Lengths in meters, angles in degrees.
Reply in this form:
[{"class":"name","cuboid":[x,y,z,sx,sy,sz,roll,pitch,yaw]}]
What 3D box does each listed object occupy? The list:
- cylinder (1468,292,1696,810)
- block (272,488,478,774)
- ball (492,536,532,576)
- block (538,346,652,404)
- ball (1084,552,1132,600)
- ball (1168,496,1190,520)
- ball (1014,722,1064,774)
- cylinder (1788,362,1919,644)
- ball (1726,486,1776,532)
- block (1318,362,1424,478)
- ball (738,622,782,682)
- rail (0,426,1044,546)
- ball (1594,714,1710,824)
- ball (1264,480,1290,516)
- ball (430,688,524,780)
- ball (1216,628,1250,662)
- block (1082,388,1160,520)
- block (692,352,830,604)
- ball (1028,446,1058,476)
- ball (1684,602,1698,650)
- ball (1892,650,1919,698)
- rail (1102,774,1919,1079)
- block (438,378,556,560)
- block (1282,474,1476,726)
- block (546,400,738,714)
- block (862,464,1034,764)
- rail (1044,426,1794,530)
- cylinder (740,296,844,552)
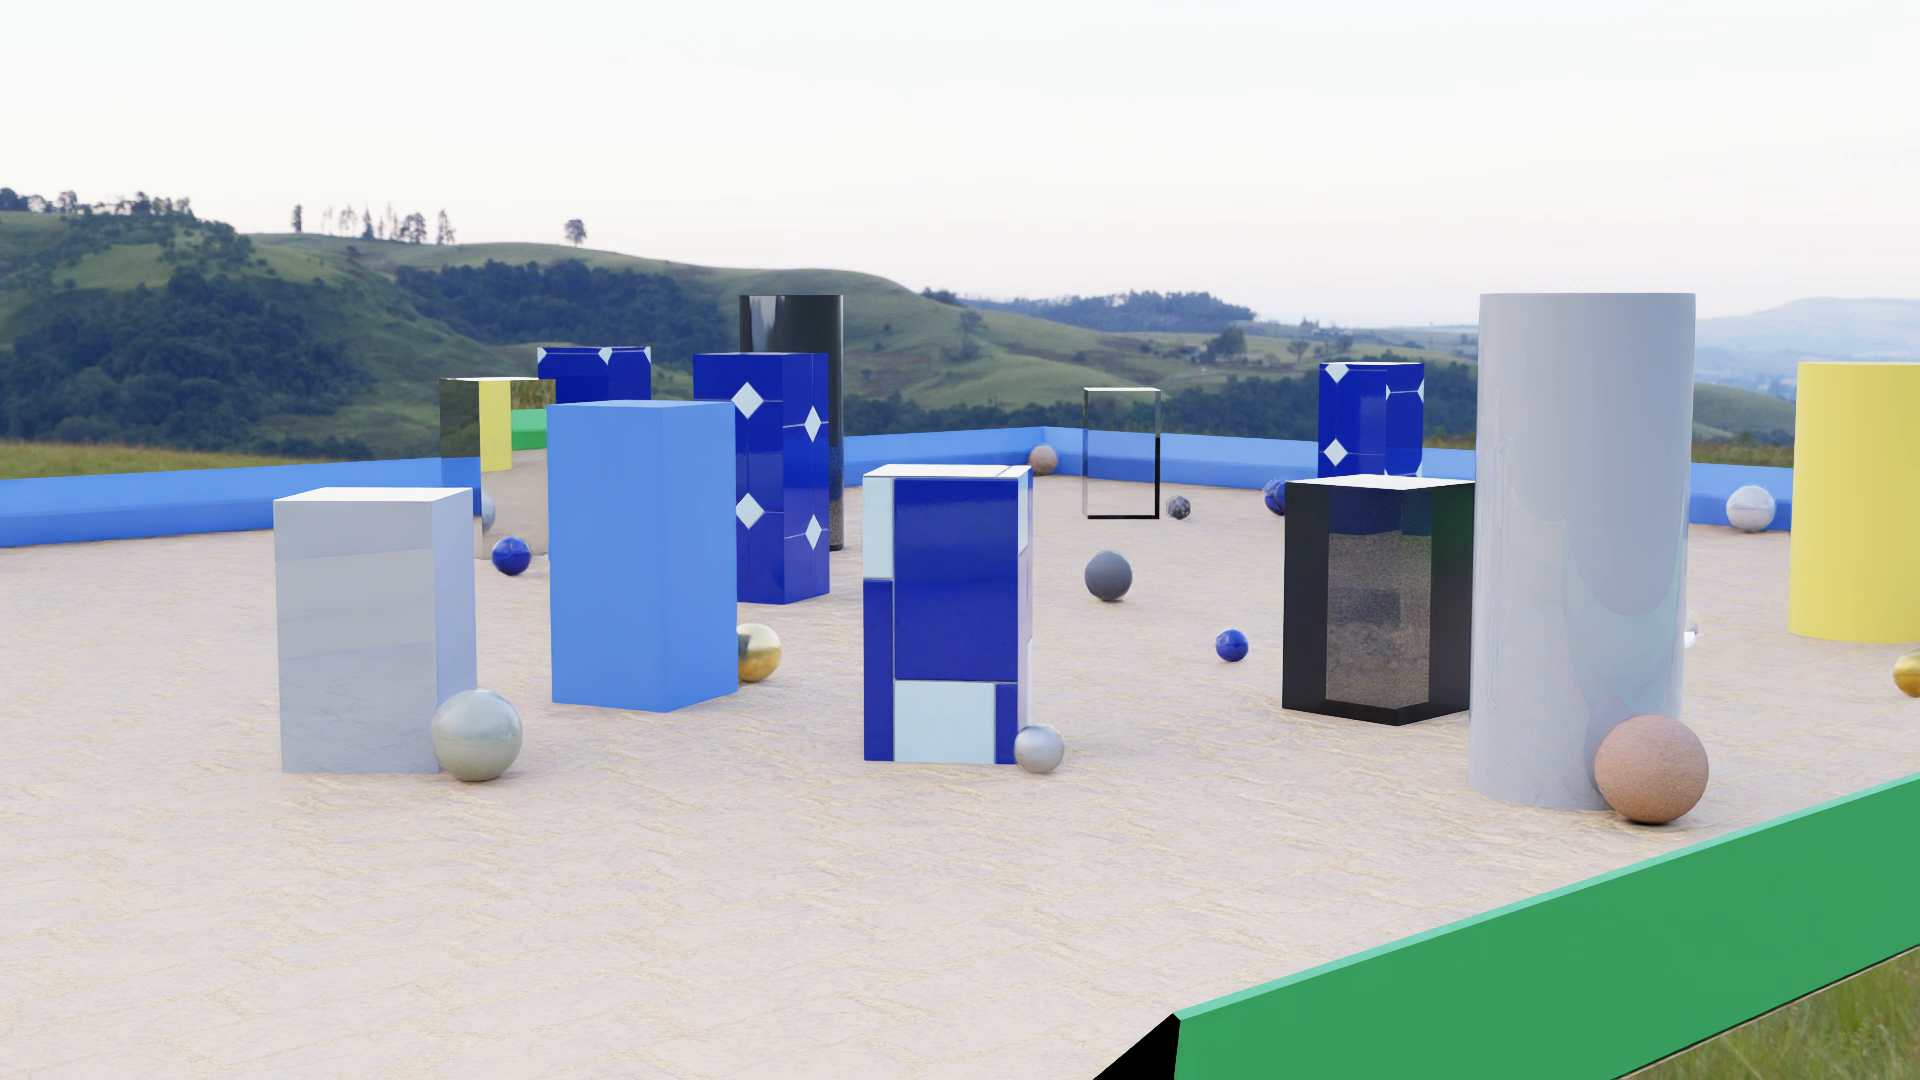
[{"class":"cylinder","cuboid":[0.571,0.003,2.026,0.191,0.458,0.191,0,6,0]},{"class":"block","cuboid":[-0.574,0.085,2.174,0.152,0.263,0.152,0,6,2]},{"class":"ball","cuboid":[-0.749,0.026,3.673,0.066,0.066,0.066,0,6,0]},{"class":"block","cuboid":[-0.691,-0.180,4.177,0.152,0.371,0.152,3,7,23]},{"class":"ball","cuboid":[0.227,0.055,3.359,0.074,0.074,0.074,0,6,0]},{"class":"ball","cuboid":[0.463,-0.067,4.643,0.048,0.048,0.048,0,6,0]},{"class":"ball","cuboid":[0.076,0.200,2.108,0.049,0.049,0.049,0,6,0]},{"class":"cylinder","cuboid":[1.241,-0.056,3.009,0.191,0.370,0.191,0,6,0]},{"class":"ball","cuboid":[1.574,-0.061,4.376,0.093,0.093,0.093,0,6,0]},{"class":"block","cuboid":[0.832,-0.191,4.459,0.152,0.333,0.152,5,8,40]},{"class":"ball","cuboid":[-0.248,0.134,2.632,0.070,0.070,0.070,0,6,0]},{"class":"rail","cuboid":[-1.196,-0.104,4.621,3.916,0.124,0.045,-6,8,-42]},{"class":"ball","cuboid":[0.599,0.198,1.906,0.095,0.095,0.095,0,6,0]},{"class":"ball","cuboid":[0.693,-0.091,4.733,0.078,0.078,0.078,0,6,0]},{"class":"ball","cuboid":[-0.457,0.184,2.079,0.087,0.087,0.087,0,6,0]},{"class":"ball","cuboid":[0.343,0.133,2.773,0.043,0.043,0.043,0,6,0]},{"class":"block","cuboid":[0.344,-0.187,4.711,0.152,0.272,0.152,0,6,-1]},{"class":"block","cuboid":[-0.304,-0.099,3.389,0.152,0.375,0.152,3,7,23]},{"class":"ball","cuboid":[0.222,-0.210,5.844,0.082,0.082,0.082,0,6,0]},{"class":"ball","cuboid":[0.913,0.110,2.837,0.075,0.075,0.075,0,6,0]},{"class":"ball","cuboid":[1.098,0.154,2.519,0.055,0.055,0.055,0,6,0]},{"class":"rail","cuboid":[1.196,0.168,2.043,3.916,0.124,0.045,-6,8,-42]},{"class":"block","cuboid":[-0.837,-0.134,3.992,0.152,0.317,0.152,-5,8,-40]},{"class":"block","cuboid":[0.467,0.062,2.441,0.152,0.254,0.152,6,8,45]},{"class":"block","cuboid":[-0.360,0.013,2.510,0.152,0.337,0.152,3,7,26]},{"class":"block","cuboid":[-0.010,0.071,2.222,0.152,0.282,0.152,1,6,7]},{"class":"rail","cuboid":[1.422,-0.105,4.637,0.045,0.124,3.574,-6,8,-42]},{"class":"cylinder","cuboid":[-0.310,-0.217,4.069,0.191,0.467,0.191,0,6,0]}]
